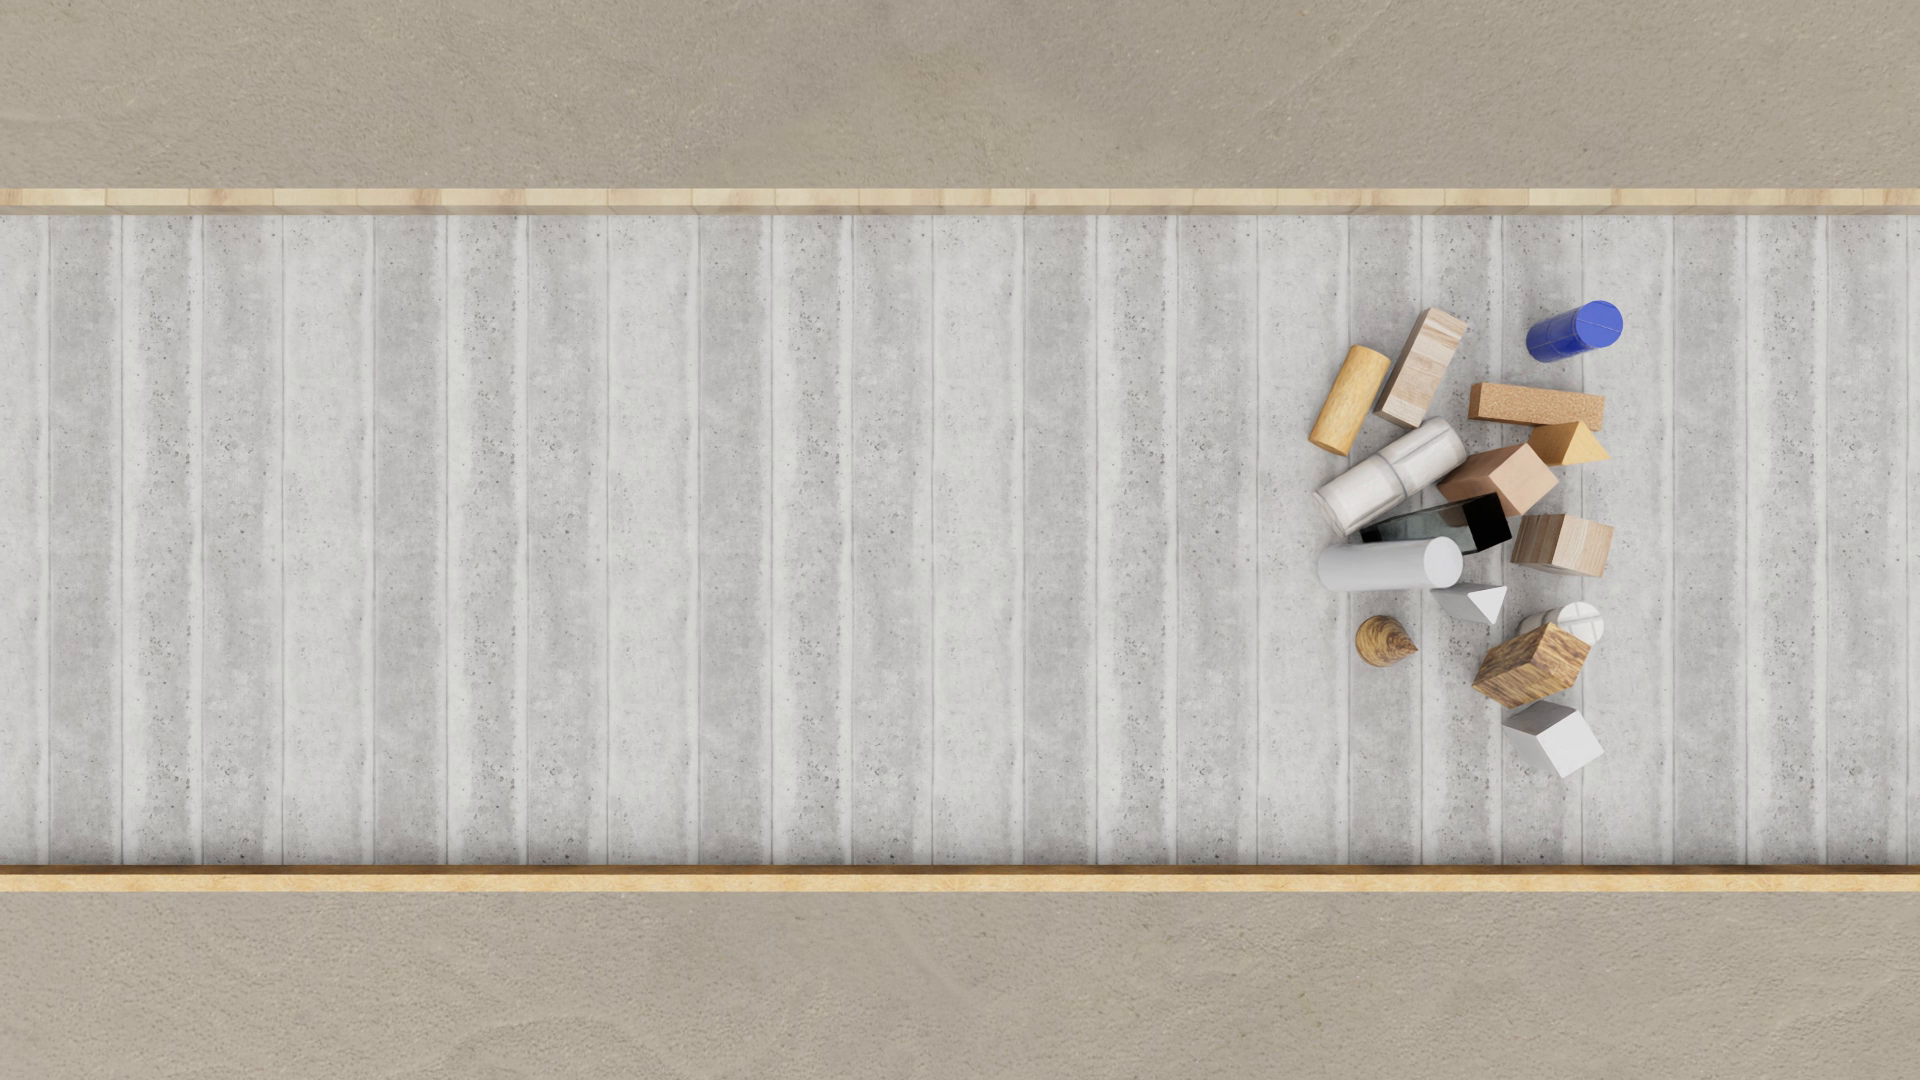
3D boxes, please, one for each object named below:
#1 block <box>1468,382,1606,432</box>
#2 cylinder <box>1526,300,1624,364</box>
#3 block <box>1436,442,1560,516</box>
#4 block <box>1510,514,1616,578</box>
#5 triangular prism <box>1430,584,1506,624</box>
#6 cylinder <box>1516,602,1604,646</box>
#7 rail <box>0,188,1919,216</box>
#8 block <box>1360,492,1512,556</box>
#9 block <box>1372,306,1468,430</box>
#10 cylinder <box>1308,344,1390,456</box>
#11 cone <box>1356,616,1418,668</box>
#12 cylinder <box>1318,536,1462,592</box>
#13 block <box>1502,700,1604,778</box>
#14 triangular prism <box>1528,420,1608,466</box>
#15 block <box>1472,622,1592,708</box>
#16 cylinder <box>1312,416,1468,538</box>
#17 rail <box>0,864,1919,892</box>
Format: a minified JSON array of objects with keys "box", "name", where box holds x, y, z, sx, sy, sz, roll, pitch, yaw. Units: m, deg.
[{"box":[1.754,-0.403,5.024,0.373,0.104,0.104,7,90,0],"name":"block"},{"box":[1.809,-0.611,4.871,0.134,0.411,0.134,0,90,0],"name":"cylinder"},{"box":[1.576,-0.166,4.860,0.146,0.420,0.146,-41,91,-4],"name":"block"},{"box":[1.784,0.017,4.897,0.149,0.360,0.149,15,90,0],"name":"block"},{"box":[1.519,0.165,4.885,0.097,0.384,0.113,-41,90,0],"name":"triangular prism"},{"box":[1.779,0.270,4.904,0.134,0.328,0.134,0,81,-2],"name":"cylinder"},{"box":[-2.247,-1.025,5.002,12.000,0.150,0.050,0,90,0],"name":"rail"},{"box":[1.390,-0.018,4.845,0.140,0.447,0.140,-19,90,-27],"name":"block"},{"box":[1.397,-0.519,5.016,0.121,0.121,0.346,26,90,0],"name":"block"},{"box":[1.183,-0.422,5.013,0.128,0.128,0.314,25,90,0],"name":"cylinder"},{"box":[1.297,0.312,4.870,0.162,0.413,0.162,0,90,0],"name":"cone"},{"box":[1.256,0.074,4.841,0.144,0.456,0.144,2,86,-27],"name":"cylinder"},{"box":[1.764,0.590,4.922,0.145,0.309,0.145,-32,90,0],"name":"block"},{"box":[1.778,-0.287,4.889,0.135,0.373,0.117,-8,91,0],"name":"triangular prism"},{"box":[1.674,0.374,4.852,0.135,0.423,0.135,31,75,3],"name":"block"},{"box":[1.301,-0.191,4.994,0.436,0.166,0.166,-32,90,0],"name":"cylinder"},{"box":[-2.247,1.025,5.001,12.000,0.150,0.050,0,90,0],"name":"rail"}]
